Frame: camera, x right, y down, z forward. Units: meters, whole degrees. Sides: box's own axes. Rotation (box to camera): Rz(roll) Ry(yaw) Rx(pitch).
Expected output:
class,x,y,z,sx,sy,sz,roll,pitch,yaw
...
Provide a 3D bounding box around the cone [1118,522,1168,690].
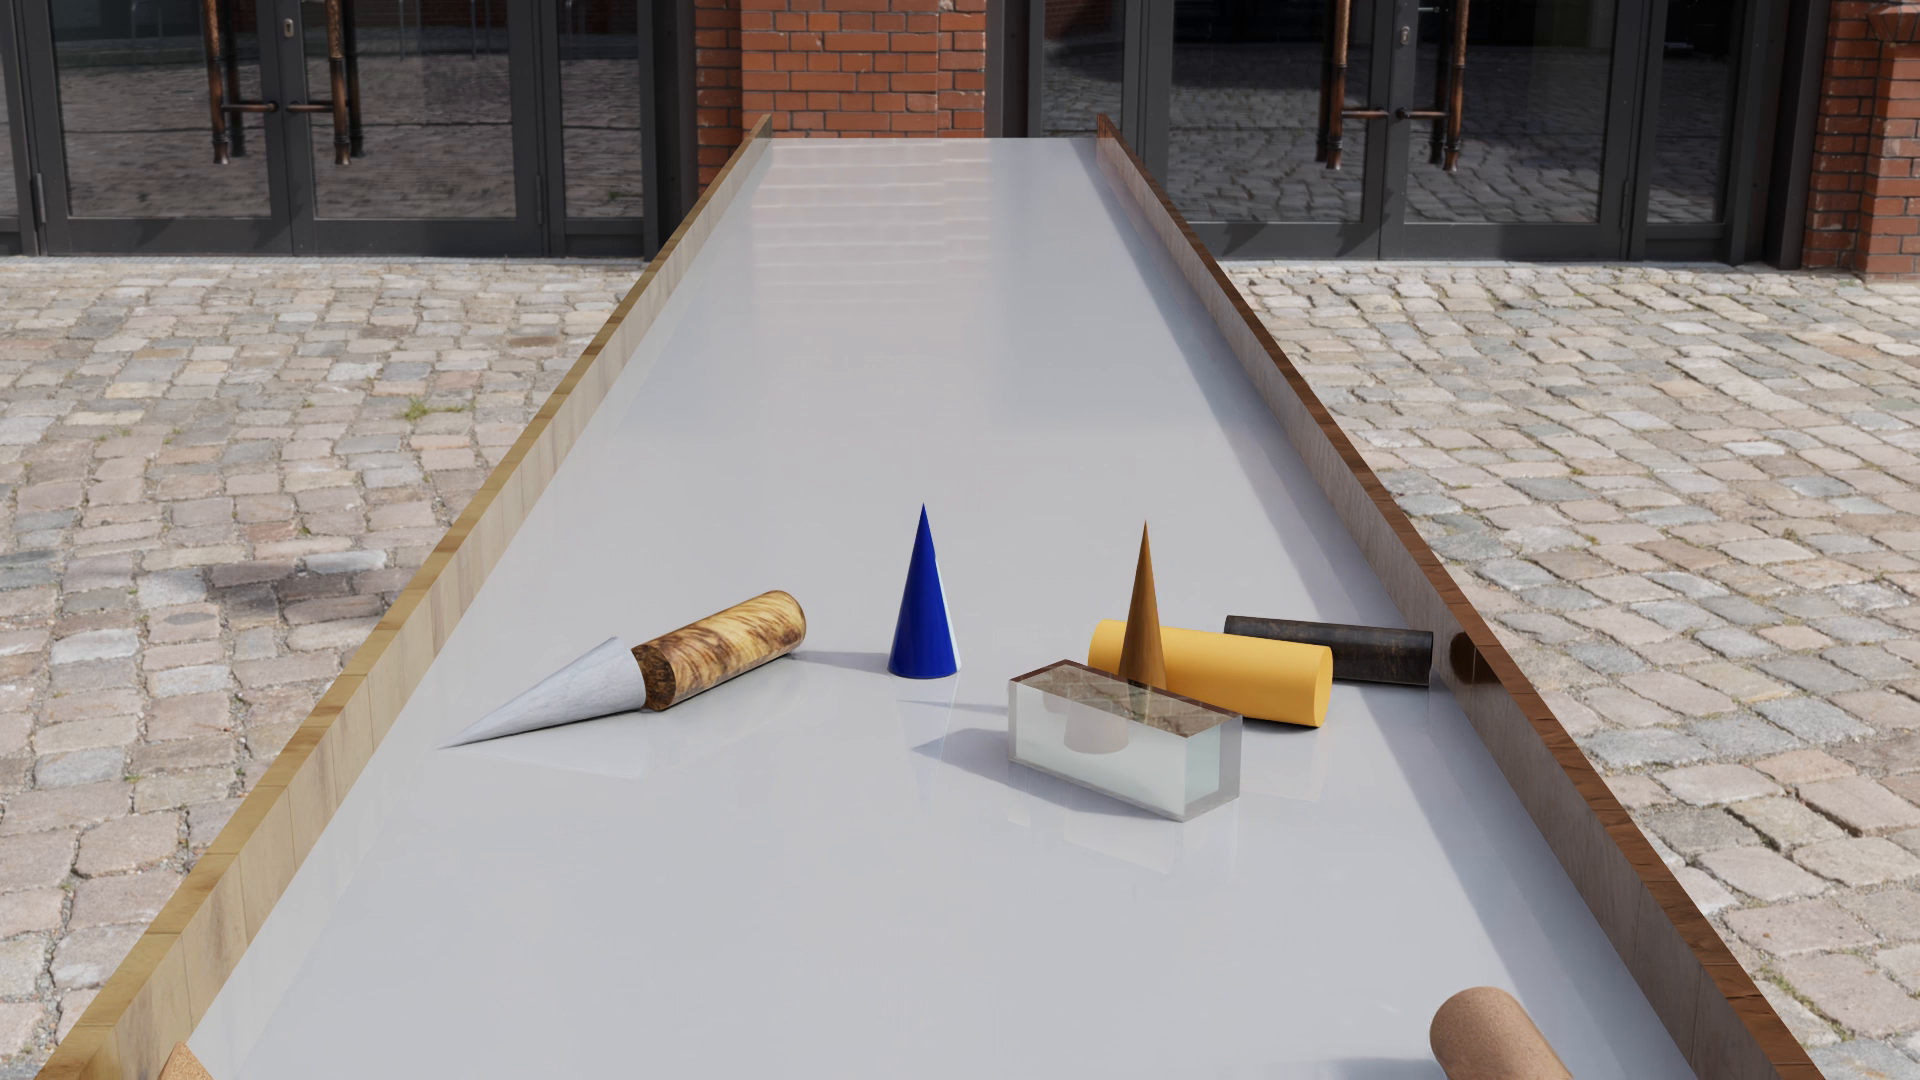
class,x,y,z,sx,sy,sz,roll,pitch,yaw
cone,0.335,0.150,4.022,0.116,0.398,0.116,0,17,0

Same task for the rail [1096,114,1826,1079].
class,x,y,z,sx,sy,sz,roll,pitch,yaw
rail,0.932,-0.844,7.801,0.050,0.150,12.000,0,17,-1

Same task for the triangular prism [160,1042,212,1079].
class,x,y,z,sx,sy,sz,roll,pitch,yaw
triangular prism,-0.960,0.732,2.601,0.102,0.088,0.404,-2,17,-7

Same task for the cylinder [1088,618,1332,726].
class,x,y,z,sx,sy,sz,roll,pitch,yaw
cylinder,0.469,0.248,4.133,0.434,0.149,0.149,7,18,21

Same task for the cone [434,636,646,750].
class,x,y,z,sx,sy,sz,roll,pitch,yaw
cone,-0.790,0.314,4.047,0.400,0.143,0.143,-22,25,-29

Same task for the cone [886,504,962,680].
class,x,y,z,sx,sy,sz,roll,pitch,yaw
cone,-0.071,0.089,4.328,0.150,0.342,0.150,0,17,0

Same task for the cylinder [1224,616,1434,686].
class,x,y,z,sx,sy,sz,roll,pitch,yaw
cylinder,0.721,0.216,4.318,0.400,0.105,0.105,4,17,14

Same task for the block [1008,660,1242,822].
class,x,y,z,sx,sy,sz,roll,pitch,yaw
block,0.281,0.342,3.811,0.398,0.151,0.151,15,23,42

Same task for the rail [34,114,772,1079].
class,x,y,z,sx,sy,sz,roll,pitch,yaw
rail,-1.118,-0.838,7.780,0.050,0.150,12.000,0,17,-1

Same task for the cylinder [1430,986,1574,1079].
class,x,y,z,sx,sy,sz,roll,pitch,yaw
cylinder,0.695,0.694,2.669,0.128,0.128,0.397,-2,17,-6

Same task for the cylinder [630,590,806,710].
class,x,y,z,sx,sy,sz,roll,pitch,yaw
cylinder,-0.473,0.211,4.291,0.129,0.129,0.401,11,20,32
